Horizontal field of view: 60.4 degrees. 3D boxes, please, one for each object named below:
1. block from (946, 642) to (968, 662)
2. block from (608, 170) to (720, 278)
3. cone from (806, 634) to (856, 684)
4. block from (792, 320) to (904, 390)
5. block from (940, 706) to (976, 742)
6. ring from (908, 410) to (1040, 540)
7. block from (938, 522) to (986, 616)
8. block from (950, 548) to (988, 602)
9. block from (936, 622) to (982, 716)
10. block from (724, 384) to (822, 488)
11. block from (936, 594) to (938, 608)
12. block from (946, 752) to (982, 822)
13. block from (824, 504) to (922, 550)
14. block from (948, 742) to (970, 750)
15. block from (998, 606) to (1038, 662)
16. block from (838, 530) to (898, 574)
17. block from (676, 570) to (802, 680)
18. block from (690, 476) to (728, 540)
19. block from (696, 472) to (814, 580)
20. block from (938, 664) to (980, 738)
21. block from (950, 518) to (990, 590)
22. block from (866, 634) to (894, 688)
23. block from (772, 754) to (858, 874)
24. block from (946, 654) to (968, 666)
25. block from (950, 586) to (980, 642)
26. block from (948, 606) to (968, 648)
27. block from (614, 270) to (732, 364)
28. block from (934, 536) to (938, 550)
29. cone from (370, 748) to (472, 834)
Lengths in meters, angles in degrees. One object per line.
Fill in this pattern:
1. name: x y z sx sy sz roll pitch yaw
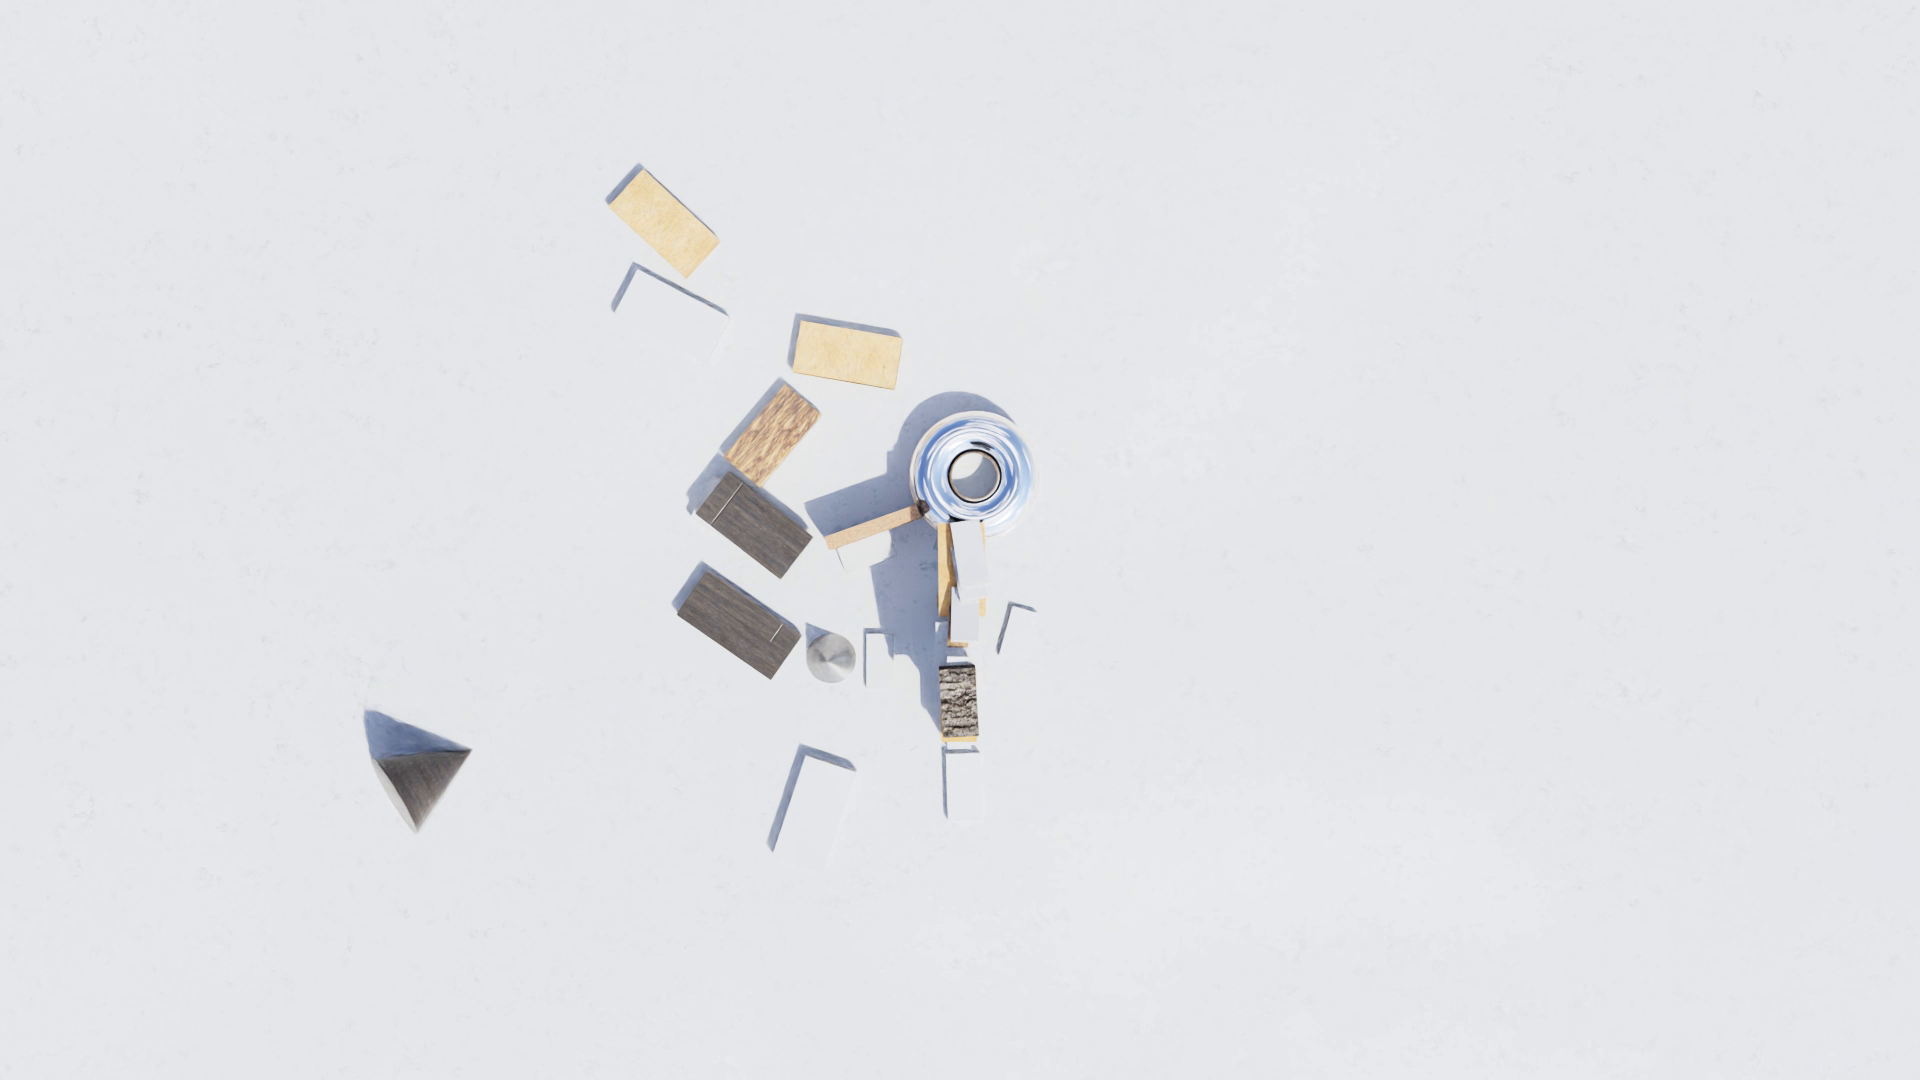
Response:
1. block: -0.010 0.383 5.127 0.065 0.018 0.131 -2 83 0
2. block: -0.980 -1.048 5.476 0.341 0.048 0.171 43 90 0
3. cone: -0.429 0.395 5.417 0.167 0.167 0.167 0 90 0
4. block: -0.371 -0.612 5.476 0.341 0.048 0.171 10 90 0
5. block: -0.004 0.516 5.149 0.112 0.032 0.224 0 90 0
6. ring: 0.048 -0.210 5.429 0.434 0.145 0.434 0 91 0
7. block: 0.006 0.093 5.185 0.147 0.042 0.293 -1 90 0
8. block: 0.028 0.101 5.133 0.086 0.024 0.172 -11 76 0
9. block: -0.003 0.404 5.186 0.147 0.042 0.293 0 90 0
10. block: -0.621 -0.345 5.478 0.158 0.045 0.316 40 90 0
11. block: 0.000 0.199 5.353 0.147 0.293 0.042 0 88 0
12. block: 0.013 0.820 5.484 0.112 0.032 0.224 -2 90 0
13. block: -0.284 -0.042 5.421 0.316 0.158 0.045 -20 90 0
14. block: -0.004 0.598 5.337 0.076 0.022 0.152 -1 89 0
15. block: 0.193 0.313 5.488 0.086 0.024 0.172 15 90 0
16. block: -0.308 0.040 5.487 0.182 0.026 0.091 -20 90 0
17. block: -0.732 0.282 5.475 0.382 0.050 0.176 35 90 0
18. block: -0.717 -0.062 5.478 0.316 0.045 0.158 31 90 0
19. block: -0.675 -0.048 5.430 0.353 0.050 0.176 38 90 0
20. block: -0.003 0.497 5.088 0.112 0.032 0.224 -3 106 0
21. block: 0.031 0.043 5.121 0.091 0.026 0.207 -9 76 0
22. block: -0.265 0.402 5.487 0.091 0.026 0.182 0 90 0
23. block: -0.482 0.908 5.475 0.176 0.050 0.353 18 90 0
24. block: -0.009 0.420 5.092 0.065 0.018 0.130 2 105 -2
25. block: 0.016 0.232 5.123 0.086 0.024 0.172 1 70 0
26. block: -0.004 0.269 5.133 0.065 0.018 0.131 2 70 0
27. block: -0.954 -0.741 5.476 0.341 0.048 0.171 28 90 0
28. block: -0.010 0.030 5.353 0.147 0.293 0.042 17 90 0
29. cone: -1.734 0.764 5.435 0.290 0.290 0.290 -32 90 -27
